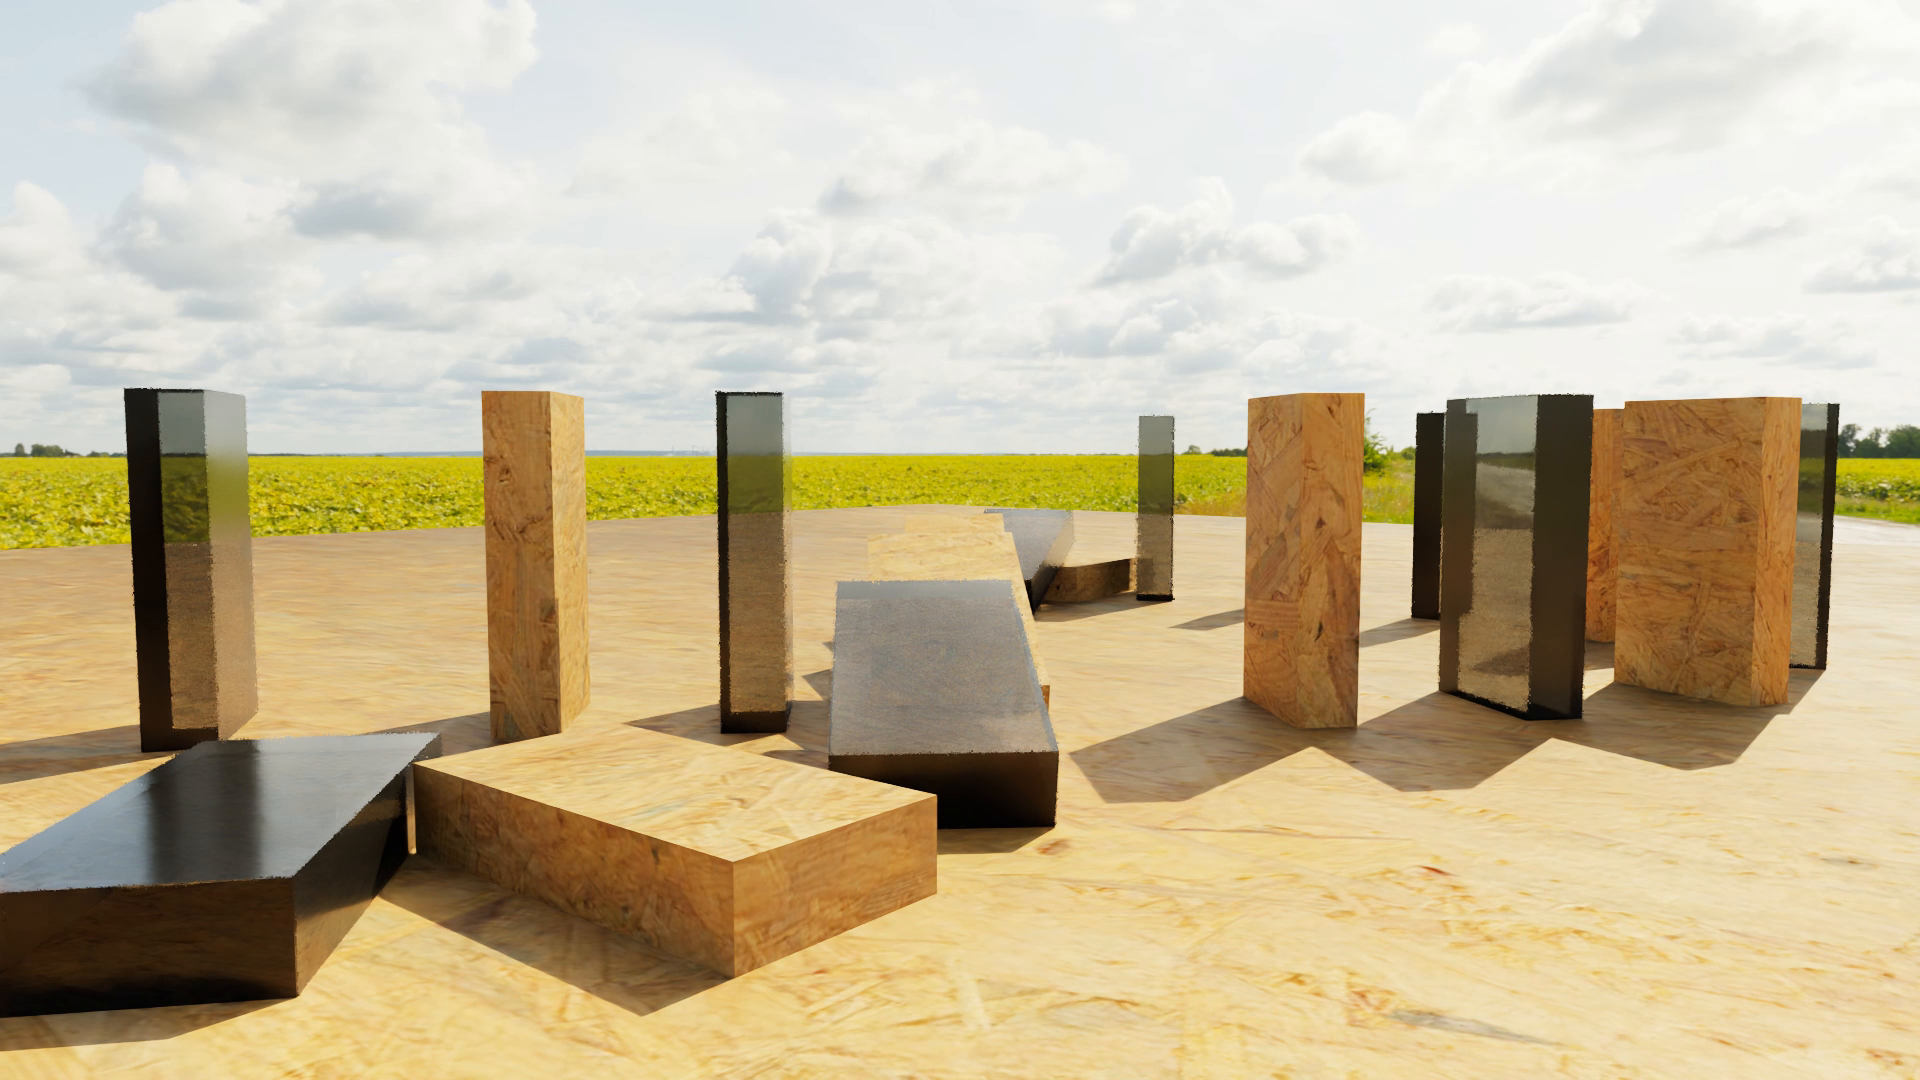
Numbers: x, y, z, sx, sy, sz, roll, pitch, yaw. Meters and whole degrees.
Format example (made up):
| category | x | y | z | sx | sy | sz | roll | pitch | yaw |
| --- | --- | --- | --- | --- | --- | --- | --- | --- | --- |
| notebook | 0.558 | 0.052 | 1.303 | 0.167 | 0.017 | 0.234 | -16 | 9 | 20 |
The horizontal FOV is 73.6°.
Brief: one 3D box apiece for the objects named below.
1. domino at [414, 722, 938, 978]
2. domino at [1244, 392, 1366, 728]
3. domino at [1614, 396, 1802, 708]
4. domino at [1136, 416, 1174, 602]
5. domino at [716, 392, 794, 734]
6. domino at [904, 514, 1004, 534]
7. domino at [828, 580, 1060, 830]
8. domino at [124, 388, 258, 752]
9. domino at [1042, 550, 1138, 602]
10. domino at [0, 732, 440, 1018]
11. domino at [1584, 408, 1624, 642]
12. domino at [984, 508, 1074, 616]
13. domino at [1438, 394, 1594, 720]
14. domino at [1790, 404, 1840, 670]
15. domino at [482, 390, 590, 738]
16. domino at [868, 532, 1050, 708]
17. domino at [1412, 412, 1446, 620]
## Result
| category | x | y | z | sx | sy | sz | roll | pitch | yaw |
| --- | --- | --- | --- | --- | --- | --- | --- | --- | --- |
| domino | -0.029 | 0.028 | 0.127 | 0.050 | 0.009 | 0.025 | 3 | 6 | 39 |
| domino | 0.054 | 0.002 | 0.203 | 0.010 | 0.050 | 0.025 | 0 | 4 | -6 |
| domino | 0.127 | 0.001 | 0.219 | 0.009 | 0.050 | 0.025 | -2 | 5 | -25 |
| domino | 0.054 | -0.009 | 0.358 | 0.009 | 0.050 | 0.025 | 1 | 4 | 8 |
| domino | -0.031 | 0.003 | 0.200 | 0.010 | 0.050 | 0.025 | 0 | 4 | -5 |
| domino | -0.001 | 0.007 | 0.312 | 0.025 | 0.010 | 0.050 | -1 | 22 | 0 |
| domino | -0.004 | 0.019 | 0.164 | 0.025 | 0.009 | 0.050 | 0 | 20 | -4 |
| domino | -0.112 | 0.003 | 0.188 | 0.010 | 0.050 | 0.025 | -1 | 4 | -17 |
| domino | 0.035 | 0.010 | 0.372 | 0.025 | 0.009 | 0.050 | 3 | 5 | 33 |
| domino | -0.068 | 0.029 | 0.121 | 0.025 | 0.009 | 0.050 | -1 | 4 | -10 |
| domino | 0.148 | -0.004 | 0.283 | 0.025 | 0.050 | 0.009 | -2 | 5 | -26 |
| domino | 0.013 | 0.005 | 0.343 | 0.025 | 0.010 | 0.050 | 1 | 22 | 17 |
| domino | 0.090 | 0.002 | 0.209 | 0.010 | 0.050 | 0.025 | -1 | 4 | -10 |
| domino | 0.153 | -0.001 | 0.248 | 0.025 | 0.050 | 0.009 | 1 | 4 | 15 |
| domino | -0.064 | 0.003 | 0.196 | 0.010 | 0.050 | 0.025 | 0 | 4 | -6 |
| domino | -0.002 | 0.014 | 0.202 | 0.025 | 0.009 | 0.050 | -1 | 26 | -4 |
| domino | 0.123 | -0.006 | 0.318 | 0.025 | 0.050 | 0.009 | -4 | 6 | -44 |
